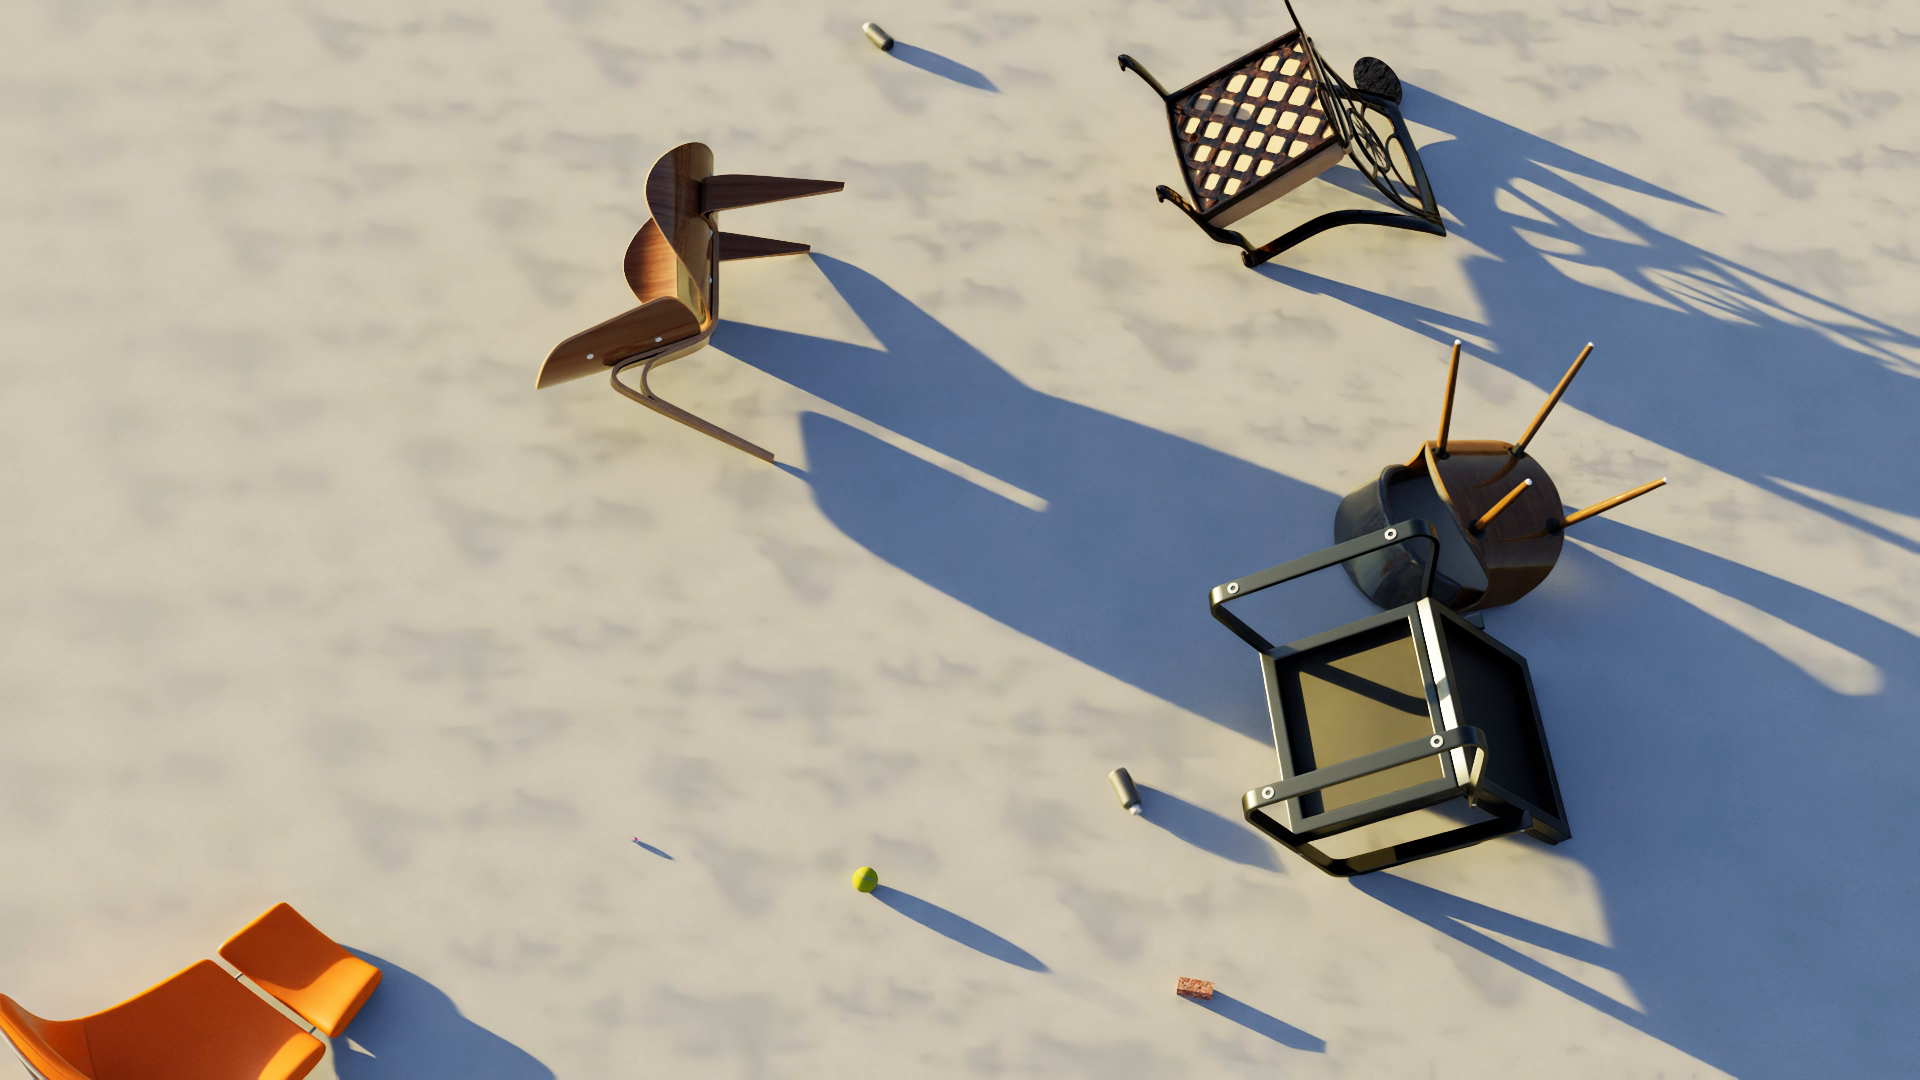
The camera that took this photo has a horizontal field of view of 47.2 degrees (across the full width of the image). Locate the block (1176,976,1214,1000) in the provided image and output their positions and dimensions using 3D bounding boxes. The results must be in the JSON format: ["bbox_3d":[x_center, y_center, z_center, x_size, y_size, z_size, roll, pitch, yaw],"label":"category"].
[{"bbox_3d":[0.615,1.175,5.761,0.091,0.041,0.034,9,57,6],"label":"block"}]

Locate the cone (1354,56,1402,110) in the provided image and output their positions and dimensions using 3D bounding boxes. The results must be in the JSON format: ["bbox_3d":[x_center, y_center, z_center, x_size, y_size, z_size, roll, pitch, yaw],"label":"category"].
[{"bbox_3d":[1.441,-1.603,7.602,0.215,0.133,0.171,47,25,-16],"label":"cone"}]
